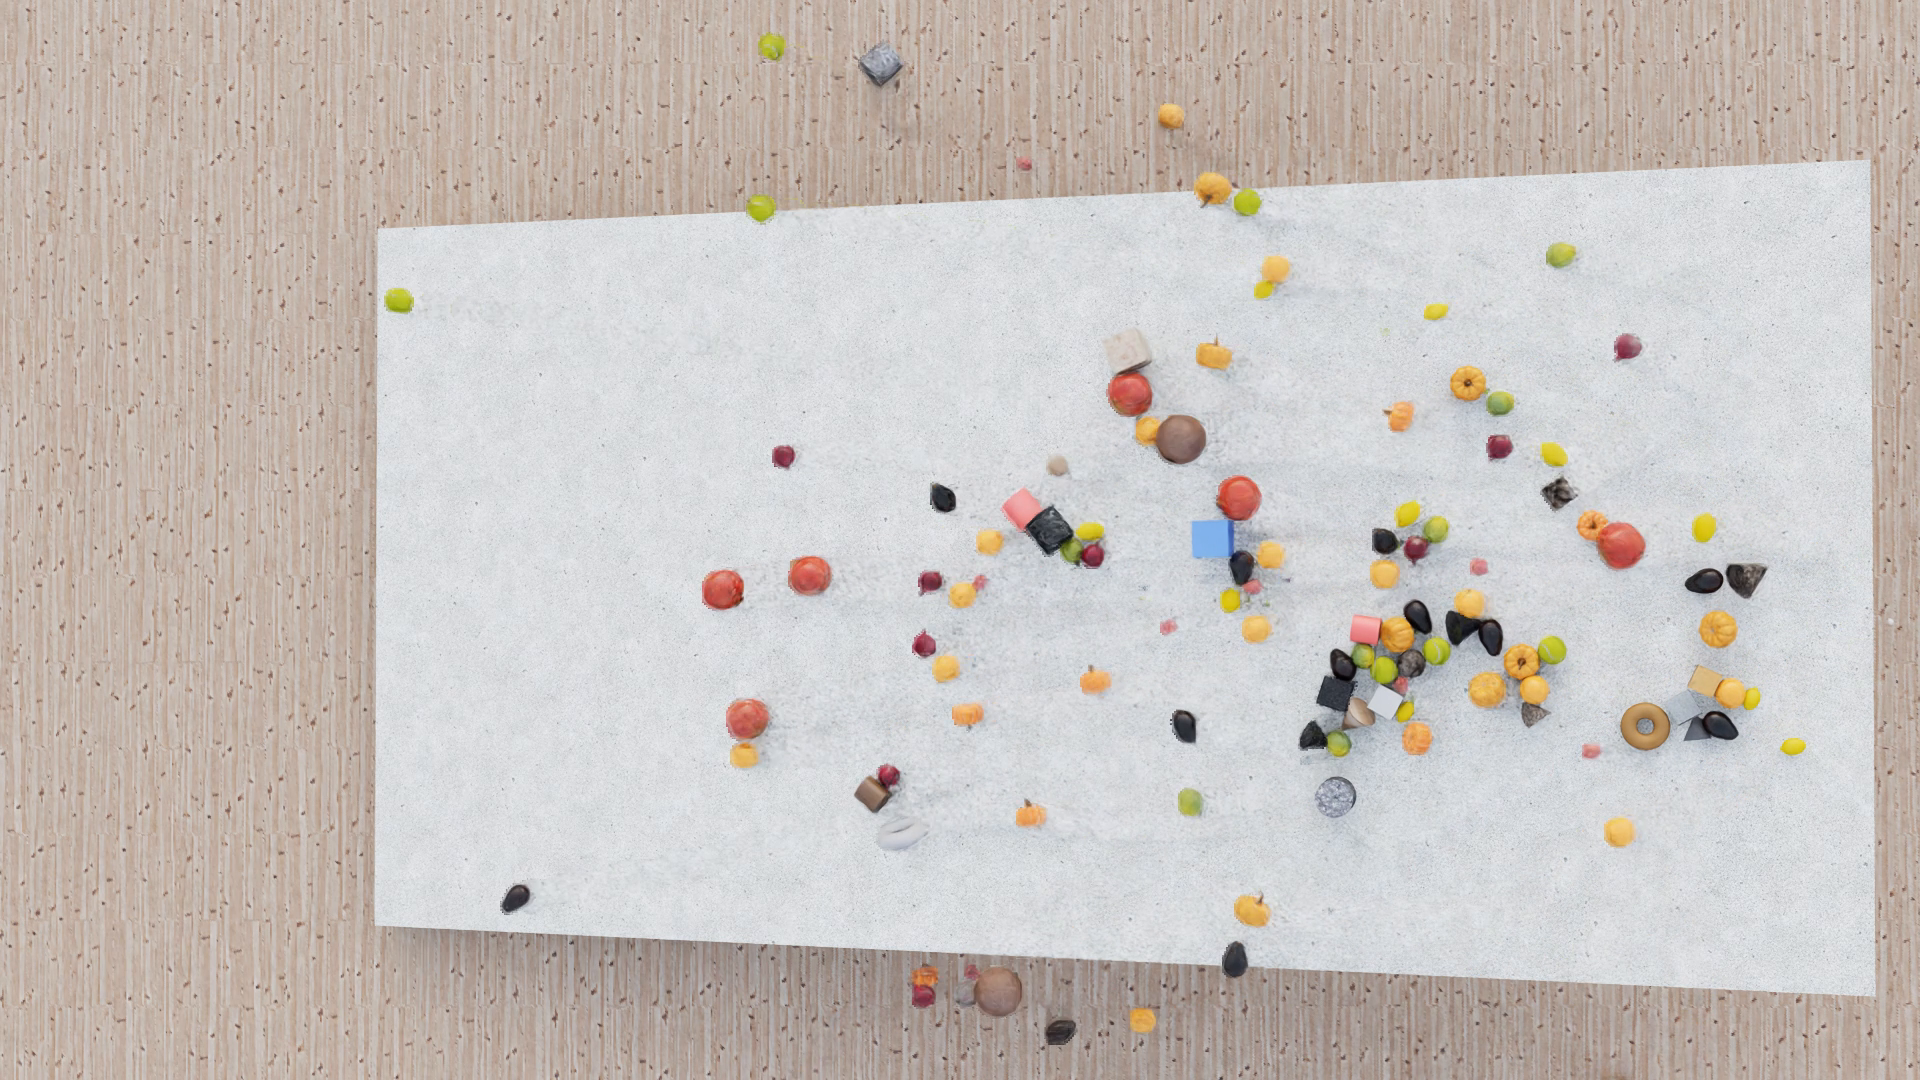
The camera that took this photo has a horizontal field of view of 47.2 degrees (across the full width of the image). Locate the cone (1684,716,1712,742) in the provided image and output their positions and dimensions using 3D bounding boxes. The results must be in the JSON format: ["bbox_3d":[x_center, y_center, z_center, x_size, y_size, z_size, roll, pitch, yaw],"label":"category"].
[{"bbox_3d":[1.781,0.473,5.346,0.064,0.064,0.064,43,127,1],"label":"cone"}]

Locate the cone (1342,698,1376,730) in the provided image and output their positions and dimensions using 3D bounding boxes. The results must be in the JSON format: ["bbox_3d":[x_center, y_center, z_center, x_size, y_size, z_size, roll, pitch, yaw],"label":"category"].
[{"bbox_3d":[0.989,0.458,5.558,0.087,0.087,0.087,40,127,1],"label":"cone"}]

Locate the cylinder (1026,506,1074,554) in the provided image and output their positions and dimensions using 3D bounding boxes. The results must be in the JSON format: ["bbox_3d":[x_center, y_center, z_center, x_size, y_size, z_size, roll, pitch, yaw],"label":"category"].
[{"bbox_3d":[0.235,-0.026,5.744,0.092,0.092,0.092,-38,80,-1],"label":"cylinder"}]

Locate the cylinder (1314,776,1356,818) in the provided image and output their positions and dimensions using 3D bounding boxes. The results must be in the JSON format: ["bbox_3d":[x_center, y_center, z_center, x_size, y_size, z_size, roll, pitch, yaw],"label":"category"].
[{"bbox_3d":[0.946,0.647,5.538,0.095,0.095,0.095,0,89,15],"label":"cylinder"}]

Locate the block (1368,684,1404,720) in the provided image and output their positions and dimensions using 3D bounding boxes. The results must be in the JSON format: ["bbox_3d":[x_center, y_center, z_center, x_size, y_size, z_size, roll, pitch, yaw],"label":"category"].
[{"bbox_3d":[1.071,0.406,5.522,0.066,0.066,0.066,29,97,14],"label":"block"}]

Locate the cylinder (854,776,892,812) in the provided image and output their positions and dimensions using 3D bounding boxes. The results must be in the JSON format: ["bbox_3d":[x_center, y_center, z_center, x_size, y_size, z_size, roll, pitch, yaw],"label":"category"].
[{"bbox_3d":[-0.233,0.678,5.872,0.073,0.073,0.073,41,89,2],"label":"cylinder"}]

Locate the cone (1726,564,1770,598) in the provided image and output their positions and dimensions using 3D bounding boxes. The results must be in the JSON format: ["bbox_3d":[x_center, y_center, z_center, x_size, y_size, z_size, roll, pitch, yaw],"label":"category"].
[{"bbox_3d":[1.918,0.081,5.307,0.092,0.092,0.092,-24,89,-13],"label":"cone"}]

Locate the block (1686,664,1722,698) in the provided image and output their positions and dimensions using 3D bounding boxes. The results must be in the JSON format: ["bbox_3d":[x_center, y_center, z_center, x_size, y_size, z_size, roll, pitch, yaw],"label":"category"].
[{"bbox_3d":[1.803,0.341,5.325,0.060,0.060,0.060,26,96,14],"label":"block"}]

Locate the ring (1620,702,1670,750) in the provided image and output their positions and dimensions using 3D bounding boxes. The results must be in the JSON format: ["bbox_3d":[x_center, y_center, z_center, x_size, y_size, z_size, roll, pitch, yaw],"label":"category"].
[{"bbox_3d":[1.674,0.455,5.370,0.117,0.039,0.117,0,91,16],"label":"ring"}]

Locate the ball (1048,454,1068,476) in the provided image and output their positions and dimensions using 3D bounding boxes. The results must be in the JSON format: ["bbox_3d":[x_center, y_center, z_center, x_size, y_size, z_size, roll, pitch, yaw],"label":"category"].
[{"bbox_3d":[0.256,-0.195,5.760,0.056,0.056,0.056,0,89,0],"label":"ball"}]

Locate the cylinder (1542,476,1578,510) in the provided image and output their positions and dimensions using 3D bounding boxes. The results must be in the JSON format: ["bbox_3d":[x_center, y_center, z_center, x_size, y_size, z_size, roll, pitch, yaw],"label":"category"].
[{"bbox_3d":[1.478,-0.115,5.420,0.062,0.062,0.062,-34,85,0],"label":"cylinder"}]

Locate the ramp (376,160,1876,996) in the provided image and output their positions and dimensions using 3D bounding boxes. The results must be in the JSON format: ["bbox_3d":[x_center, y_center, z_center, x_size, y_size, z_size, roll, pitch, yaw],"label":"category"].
[{"bbox_3d":[0.266,0.097,5.833,4.000,0.100,2.000,0,89,15],"label":"ramp"}]

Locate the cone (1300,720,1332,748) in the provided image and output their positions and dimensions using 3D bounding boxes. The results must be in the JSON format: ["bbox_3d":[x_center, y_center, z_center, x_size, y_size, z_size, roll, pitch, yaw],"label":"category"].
[{"bbox_3d":[0.915,0.508,5.580,0.076,0.076,0.076,27,89,-13],"label":"cone"}]

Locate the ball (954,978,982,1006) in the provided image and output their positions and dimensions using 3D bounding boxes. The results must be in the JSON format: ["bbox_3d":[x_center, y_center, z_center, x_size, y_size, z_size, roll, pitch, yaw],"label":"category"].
[{"bbox_3d":[0.020,1.220,5.925,0.074,0.074,0.074,0,89,0],"label":"ball"}]

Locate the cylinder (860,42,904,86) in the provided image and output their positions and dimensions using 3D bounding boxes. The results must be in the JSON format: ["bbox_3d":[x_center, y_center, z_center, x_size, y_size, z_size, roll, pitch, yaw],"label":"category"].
[{"bbox_3d":[-0.227,-1.381,6.383,0.092,0.092,0.092,-41,89,-4],"label":"cylinder"}]

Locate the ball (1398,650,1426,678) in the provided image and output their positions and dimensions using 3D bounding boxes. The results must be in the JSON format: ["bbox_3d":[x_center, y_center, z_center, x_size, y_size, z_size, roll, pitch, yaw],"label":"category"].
[{"bbox_3d":[1.130,0.309,5.505,0.071,0.071,0.071,0,89,0],"label":"ball"}]

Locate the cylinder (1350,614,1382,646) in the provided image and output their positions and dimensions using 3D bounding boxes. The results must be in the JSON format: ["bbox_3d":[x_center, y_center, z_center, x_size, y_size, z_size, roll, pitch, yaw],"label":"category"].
[{"bbox_3d":[1.022,0.226,5.537,0.069,0.069,0.069,9,89,15],"label":"cylinder"}]

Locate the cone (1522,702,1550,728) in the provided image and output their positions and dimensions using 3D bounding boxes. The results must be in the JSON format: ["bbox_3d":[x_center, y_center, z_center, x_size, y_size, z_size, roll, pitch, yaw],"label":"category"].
[{"bbox_3d":[1.434,0.429,5.441,0.065,0.065,0.065,-5,89,-11],"label":"cone"}]

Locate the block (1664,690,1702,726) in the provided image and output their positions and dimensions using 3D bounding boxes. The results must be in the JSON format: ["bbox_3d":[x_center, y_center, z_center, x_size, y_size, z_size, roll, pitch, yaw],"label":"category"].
[{"bbox_3d":[1.755,0.406,5.336,0.064,0.064,0.064,-31,82,13],"label":"block"}]

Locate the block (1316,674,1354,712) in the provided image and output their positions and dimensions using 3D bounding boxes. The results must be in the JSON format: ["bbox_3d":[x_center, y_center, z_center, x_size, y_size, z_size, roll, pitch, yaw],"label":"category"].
[{"bbox_3d":[0.948,0.387,5.552,0.073,0.073,0.073,18,94,15],"label":"block"}]

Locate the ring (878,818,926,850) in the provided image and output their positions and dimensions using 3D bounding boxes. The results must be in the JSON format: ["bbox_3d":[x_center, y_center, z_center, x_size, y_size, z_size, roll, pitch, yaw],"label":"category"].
[{"bbox_3d":[-0.152,0.776,5.820,0.132,0.132,0.044,-18,106,0],"label":"ring"}]

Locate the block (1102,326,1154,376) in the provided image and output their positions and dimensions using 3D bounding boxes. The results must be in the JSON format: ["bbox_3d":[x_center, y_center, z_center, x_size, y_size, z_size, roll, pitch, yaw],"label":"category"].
[{"bbox_3d":[0.435,-0.488,5.697,0.091,0.091,0.091,-23,83,14],"label":"block"}]

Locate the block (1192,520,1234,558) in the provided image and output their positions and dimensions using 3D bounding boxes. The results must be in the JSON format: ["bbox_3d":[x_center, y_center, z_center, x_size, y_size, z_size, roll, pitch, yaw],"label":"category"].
[{"bbox_3d":[0.648,-0.003,5.631,0.092,0.092,0.092,-2,89,15],"label":"block"}]
